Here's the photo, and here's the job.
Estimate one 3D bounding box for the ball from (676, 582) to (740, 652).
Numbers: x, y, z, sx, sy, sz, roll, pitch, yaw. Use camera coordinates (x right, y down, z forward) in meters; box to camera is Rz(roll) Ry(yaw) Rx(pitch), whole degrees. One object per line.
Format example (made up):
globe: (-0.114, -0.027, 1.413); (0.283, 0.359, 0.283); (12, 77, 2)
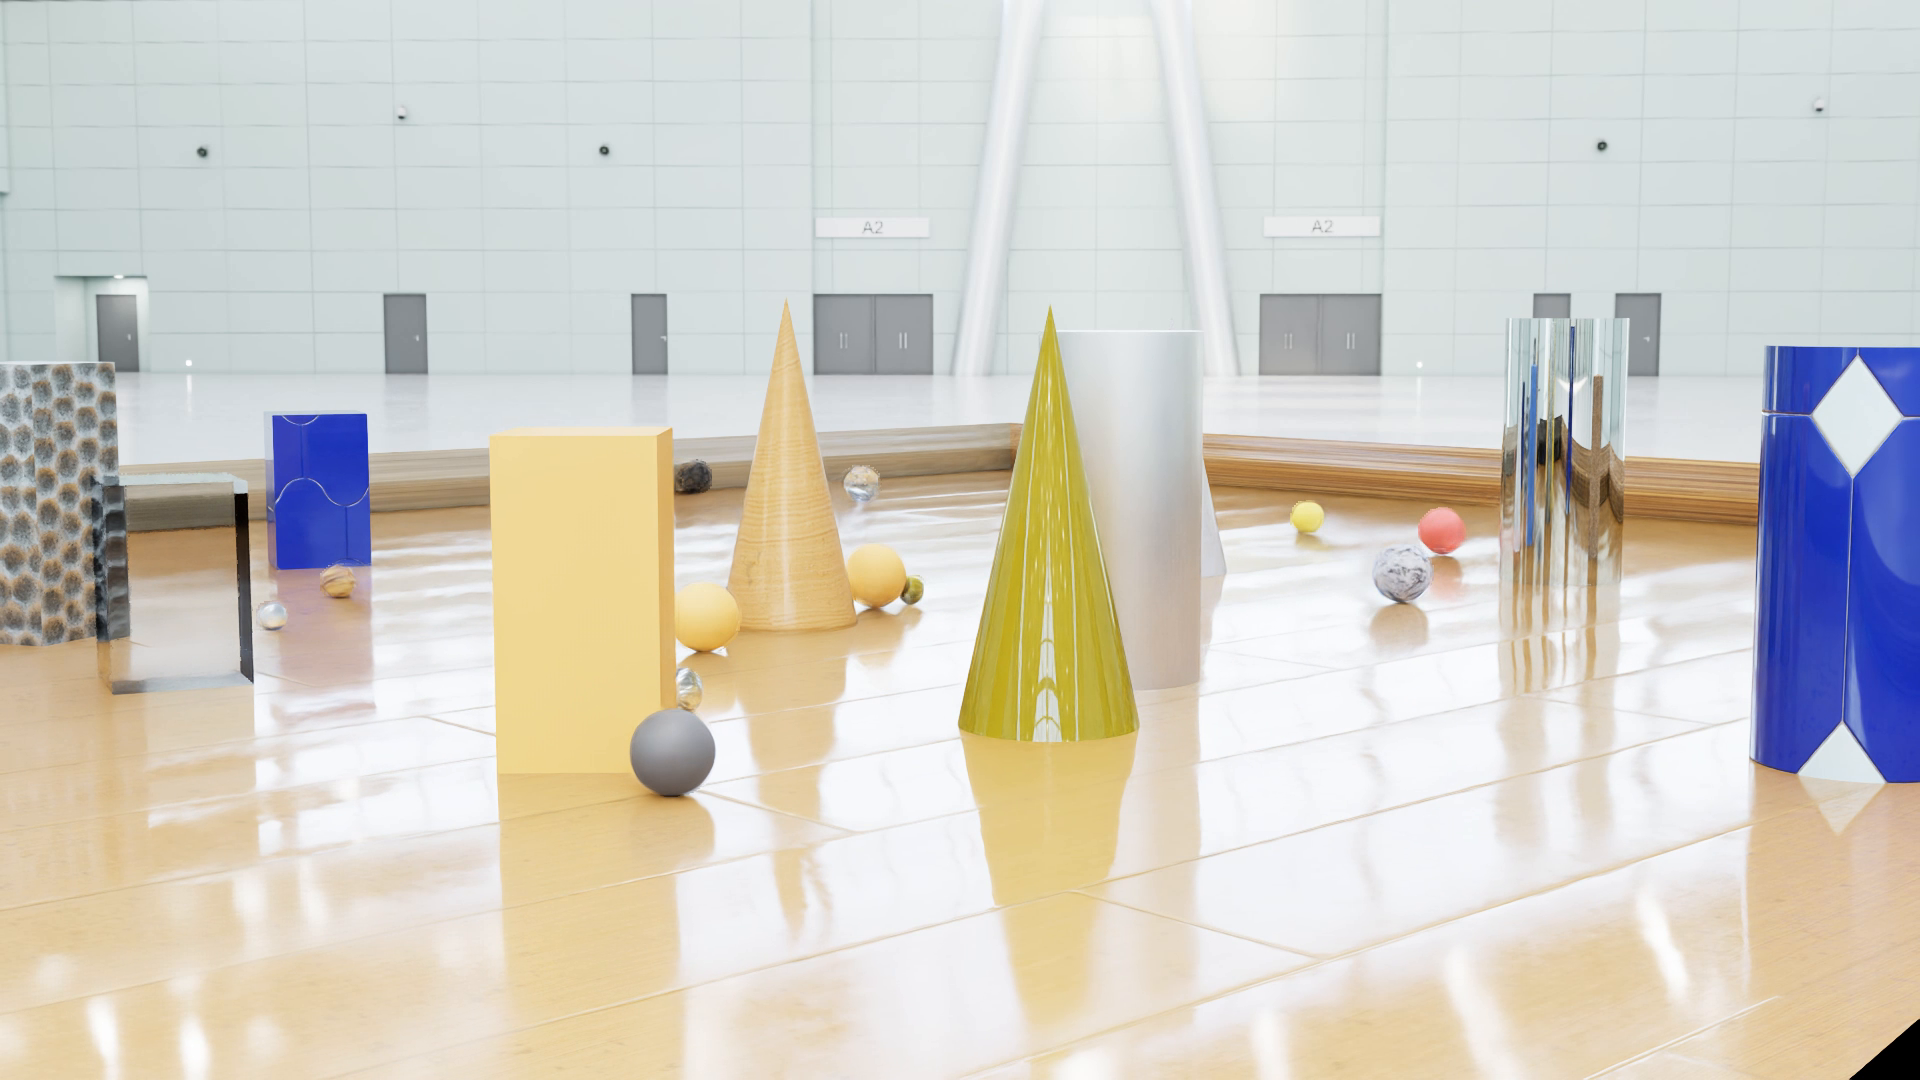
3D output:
ball: (-0.335, 0.100, 2.878); (0.092, 0.092, 0.092); (0, 6, 0)

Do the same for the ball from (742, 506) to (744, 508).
ball: (-0.386, -0.050, 4.332); (0.090, 0.090, 0.090); (0, 6, 0)

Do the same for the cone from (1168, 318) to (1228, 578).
cone: (0.359, -0.164, 3.746); (0.198, 0.438, 0.198); (0, 6, 0)

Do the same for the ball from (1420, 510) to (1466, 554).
ball: (0.885, -0.015, 4.030); (0.082, 0.082, 0.082); (0, 6, 0)

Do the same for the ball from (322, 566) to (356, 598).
ball: (-0.965, 0.065, 3.416); (0.051, 0.051, 0.051); (0, 6, 0)

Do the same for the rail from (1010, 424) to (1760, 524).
rail: (1.497, -0.110, 4.705); (0.045, 0.129, 4.043); (-5, 8, -42)

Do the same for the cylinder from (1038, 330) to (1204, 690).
cylinder: (0.193, -0.042, 2.660); (0.198, 0.420, 0.198); (0, 6, 0)

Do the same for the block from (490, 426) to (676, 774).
block: (-0.371, 0.055, 2.187); (0.158, 0.326, 0.158); (0, 6, -2)

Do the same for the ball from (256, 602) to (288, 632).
ball: (-0.957, 0.107, 3.061); (0.041, 0.041, 0.041); (0, 6, 0)

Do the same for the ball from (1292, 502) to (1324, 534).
ball: (0.698, -0.045, 4.406); (0.064, 0.064, 0.064); (0, 6, 0)

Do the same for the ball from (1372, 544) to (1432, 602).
ball: (0.676, 0.050, 3.367); (0.090, 0.090, 0.090); (0, 6, 0)

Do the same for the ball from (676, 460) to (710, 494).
ball: (-0.650, -0.154, 5.364); (0.082, 0.082, 0.082); (0, 6, 0)

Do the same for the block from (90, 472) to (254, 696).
block: (-0.950, 0.048, 2.648); (0.158, 0.244, 0.158); (-3, 7, -27)

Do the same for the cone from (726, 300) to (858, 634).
cone: (-0.244, -0.112, 3.112); (0.198, 0.466, 0.198); (0, 6, 0)

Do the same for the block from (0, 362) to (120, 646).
block: (-1.267, -0.055, 3.005); (0.158, 0.374, 0.158); (2, 6, 20)

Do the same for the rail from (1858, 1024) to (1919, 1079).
rail: (1.355, 0.186, 1.871); (4.120, 0.129, 0.045); (-5, 8, -42)

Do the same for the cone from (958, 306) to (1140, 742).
cone: (0.096, -0.026, 2.353); (0.198, 0.453, 0.198); (0, 6, 0)

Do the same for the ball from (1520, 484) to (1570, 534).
ball: (1.169, -0.061, 4.394); (0.099, 0.099, 0.099); (0, 6, 0)

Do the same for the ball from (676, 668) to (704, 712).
ball: (-0.309, 0.168, 2.428); (0.051, 0.051, 0.051); (0, 6, 0)

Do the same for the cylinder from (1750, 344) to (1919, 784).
cylinder: (0.885, 0.016, 2.154); (0.198, 0.411, 0.198); (0, 6, 0)

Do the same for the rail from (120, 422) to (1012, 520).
rail: (-1.355, -0.119, 4.792); (4.120, 0.129, 0.045); (-5, 8, -42)

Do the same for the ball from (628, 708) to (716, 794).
ball: (-0.265, 0.195, 2.029); (0.080, 0.080, 0.080); (0, 6, 0)

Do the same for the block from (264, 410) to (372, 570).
block: (-1.134, -0.092, 3.877); (0.158, 0.267, 0.158); (-2, 6, -23)

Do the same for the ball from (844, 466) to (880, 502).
ball: (-0.230, -0.131, 5.145); (0.083, 0.083, 0.083); (0, 6, 0)

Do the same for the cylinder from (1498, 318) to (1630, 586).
cylinder: (0.998, -0.150, 3.639); (0.198, 0.432, 0.198); (0, 6, 0)

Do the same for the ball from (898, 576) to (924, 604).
ball: (-0.075, 0.076, 3.343); (0.043, 0.043, 0.043); (0, 6, 0)

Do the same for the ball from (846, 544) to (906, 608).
ball: (-0.128, 0.055, 3.299); (0.095, 0.095, 0.095); (0, 6, 0)
